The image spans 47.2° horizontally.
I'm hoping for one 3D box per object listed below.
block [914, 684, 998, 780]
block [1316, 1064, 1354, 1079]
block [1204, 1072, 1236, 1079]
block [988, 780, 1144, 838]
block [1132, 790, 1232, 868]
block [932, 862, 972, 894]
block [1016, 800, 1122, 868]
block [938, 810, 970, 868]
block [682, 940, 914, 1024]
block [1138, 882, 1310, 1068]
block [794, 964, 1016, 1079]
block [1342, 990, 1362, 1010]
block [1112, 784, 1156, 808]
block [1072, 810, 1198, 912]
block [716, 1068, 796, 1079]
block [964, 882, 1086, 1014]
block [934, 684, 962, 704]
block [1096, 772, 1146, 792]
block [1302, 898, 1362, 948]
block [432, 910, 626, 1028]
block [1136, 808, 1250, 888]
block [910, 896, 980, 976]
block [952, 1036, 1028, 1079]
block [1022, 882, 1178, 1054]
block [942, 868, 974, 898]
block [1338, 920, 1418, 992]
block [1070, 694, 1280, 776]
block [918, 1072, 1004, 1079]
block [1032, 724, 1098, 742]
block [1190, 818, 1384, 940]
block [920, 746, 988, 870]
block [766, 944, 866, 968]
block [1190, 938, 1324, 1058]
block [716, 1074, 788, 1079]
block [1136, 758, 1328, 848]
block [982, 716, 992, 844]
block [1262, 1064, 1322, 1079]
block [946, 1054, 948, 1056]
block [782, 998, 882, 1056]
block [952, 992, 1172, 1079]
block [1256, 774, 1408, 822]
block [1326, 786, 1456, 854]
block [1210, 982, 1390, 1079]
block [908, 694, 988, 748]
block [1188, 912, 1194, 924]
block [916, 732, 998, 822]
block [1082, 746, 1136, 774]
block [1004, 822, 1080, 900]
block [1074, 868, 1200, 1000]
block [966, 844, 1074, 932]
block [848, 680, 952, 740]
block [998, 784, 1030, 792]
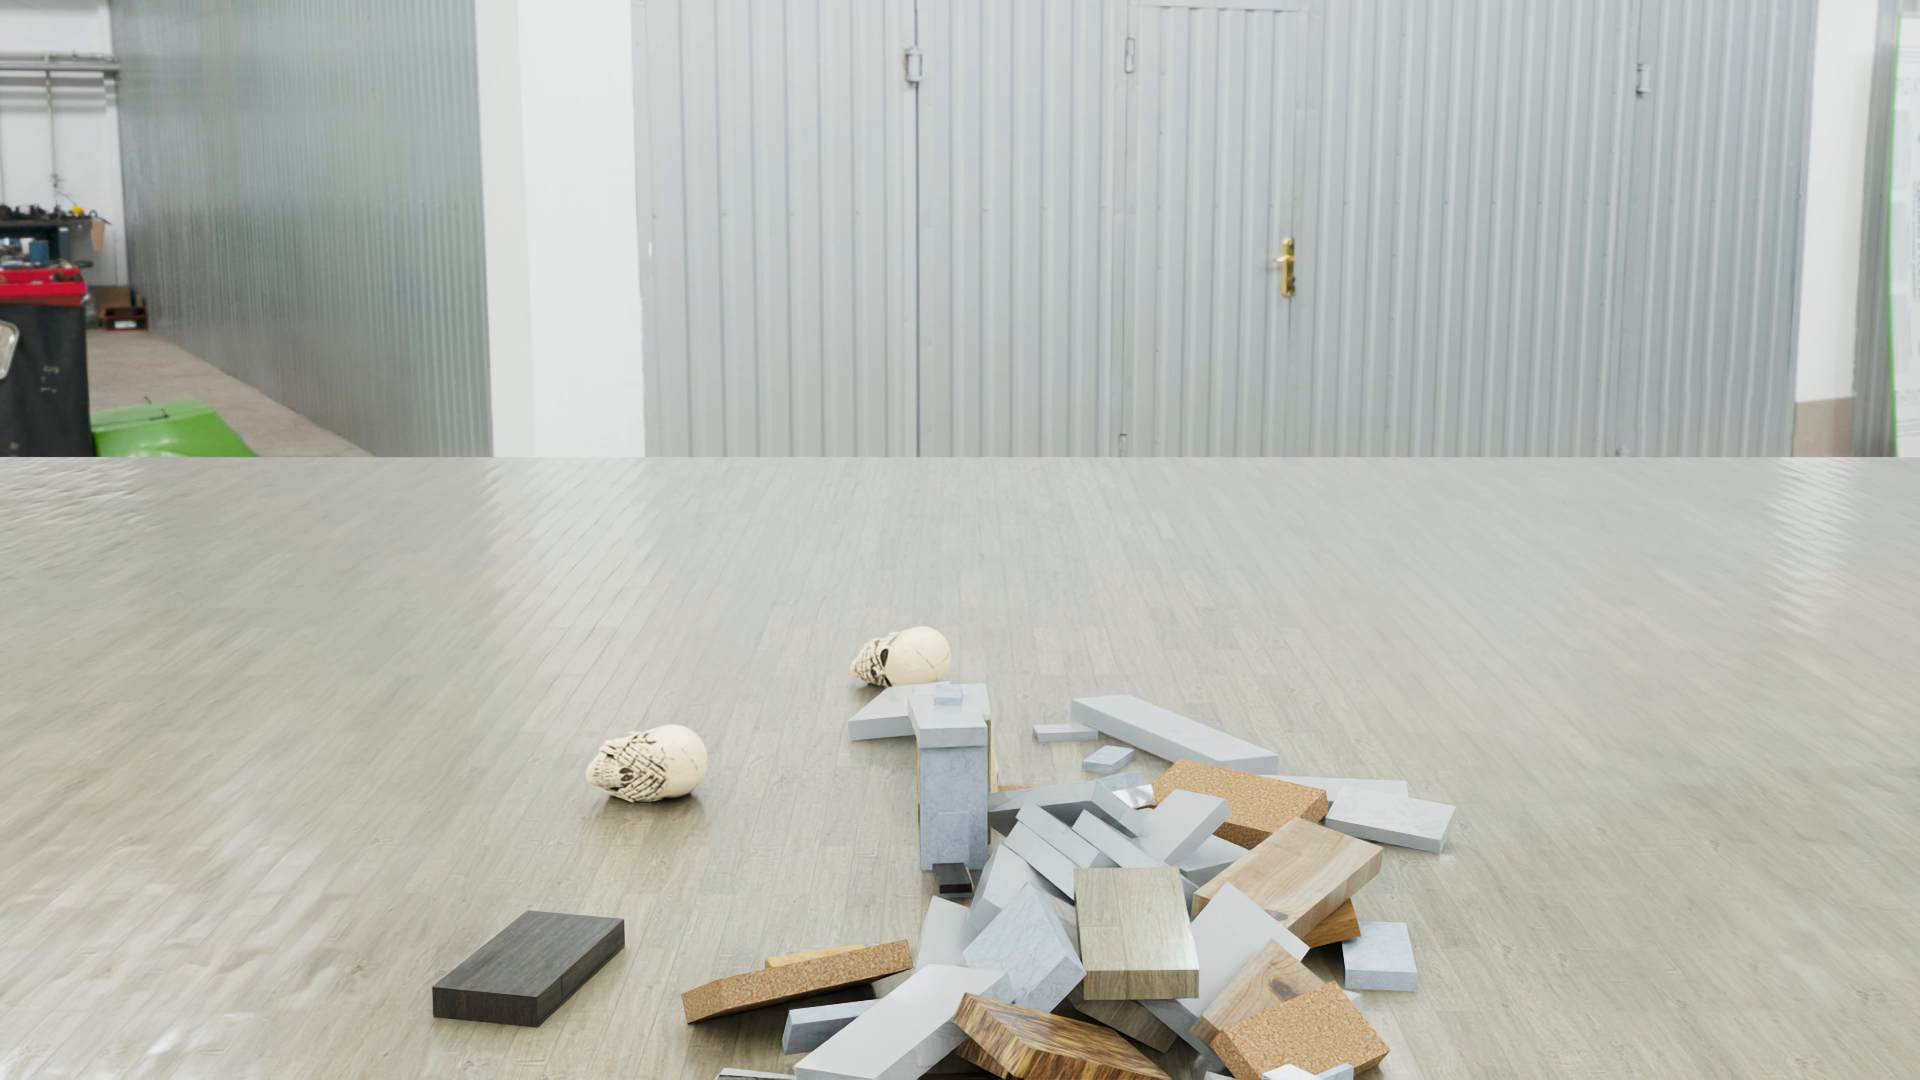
[{"bbox_3d":[-0.011,0.388,4.352,0.148,0.042,0.296,-2,32,-4],"label":"block"},{"bbox_3d":[0.472,0.717,2.854,0.097,0.049,0.014,-8,13,-38],"label":"block"},{"bbox_3d":[0.396,0.712,2.769,0.172,0.024,0.086,16,-2,-3],"label":"block"},{"bbox_3d":[0.168,0.474,3.780,0.268,0.038,0.134,-13,-42,42],"label":"block"},{"bbox_3d":[0.342,0.511,3.718,0.117,0.033,0.233,5,36,49],"label":"block"},{"bbox_3d":[-0.014,0.565,3.678,0.054,0.015,0.107,-1,11,-7],"label":"block"},{"bbox_3d":[0.205,0.514,3.617,0.134,0.038,0.268,36,-4,-26],"label":"block"},{"bbox_3d":[-0.012,0.517,3.767,0.054,0.107,0.015,0,11,-2],"label":"block"},{"bbox_3d":[-0.233,0.632,3.152,0.297,0.042,0.148,-6,-15,-30],"label":"block"},{"bbox_3d":[0.373,0.610,3.111,0.153,0.043,0.306,38,31,12],"label":"block"},{"bbox_3d":[-0.069,0.638,2.849,0.140,0.040,0.280,-3,17,41],"label":"block"},{"bbox_3d":[0.468,0.665,3.190,0.199,0.028,0.099,8,13,36],"label":"block"},{"bbox_3d":[0.235,0.479,3.913,0.117,0.033,0.233,-7,-12,-29],"label":"block"},{"bbox_3d":[0.295,0.520,3.517,0.134,0.038,0.268,34,-2,-26],"label":"block"},{"bbox_3d":[-0.258,0.724,2.894,0.135,0.019,0.067,3,11,14],"label":"block"},{"bbox_3d":[0.086,0.582,3.028,0.040,0.140,0.280,43,3,-14],"label":"block"},{"bbox_3d":[-0.020,0.274,3.900,0.048,0.014,0.095,0,10,1],"label":"block"},{"bbox_3d":[0.209,0.463,3.983,0.233,0.033,0.117,-16,-11,19],"label":"block"},{"bbox_3d":[0.568,0.589,3.474,0.104,0.030,0.234,-15,5,7],"label":"block"},{"bbox_3d":[-0.639,0.637,3.289,0.162,0.046,0.324,3,11,13],"label":"block"},{"bbox_3d":[0.360,0.539,3.820,0.157,0.044,0.314,-6,12,-31],"label":"block"},{"bbox_3d":[0.015,0.623,3.238,0.158,0.045,0.316,19,11,0],"label":"block"},{"bbox_3d":[0.041,0.679,2.903,0.119,0.034,0.238,30,-12,-32],"label":"block"},{"bbox_3d":[0.191,0.607,3.145,0.158,0.045,0.316,30,6,-22],"label":"block"},{"bbox_3d":[-0.008,0.576,3.701,0.054,0.015,0.107,-1,11,-6],"label":"block"},{"bbox_3d":[0.636,0.633,3.357,0.104,0.030,0.209,1,11,7],"label":"block"},{"bbox_3d":[0.432,0.402,4.511,0.149,0.042,0.510,-2,11,-32],"label":"block"},{"bbox_3d":[-0.003,0.699,2.773,0.119,0.034,0.239,-1,-9,-4],"label":"block"},{"bbox_3d":[0.221,0.404,4.620,0.128,0.018,0.064,-2,11,-8],"label":"block"},{"bbox_3d":[0.516,0.536,3.444,0.157,0.044,0.350,17,23,31],"label":"block"},{"bbox_3d":[-0.011,0.452,3.781,0.115,0.229,0.033,0,10,-2],"label":"block"},{"bbox_3d":[-0.207,0.644,3.318,0.157,0.022,0.078,-4,11,-22],"label":"block"},{"bbox_3d":[0.418,0.647,3.015,0.121,0.034,0.241,40,32,14],"label":"block"},{"bbox_3d":[-0.257,0.748,2.691,0.162,0.046,0.324,2,11,9],"label":"block"},{"bbox_3d":[0.492,0.483,4.000,0.314,0.044,0.157,9,31,39],"label":"block"},{"bbox_3d":[-0.003,0.427,3.916,0.115,0.229,0.033,0,11,-2],"label":"block"},{"bbox_3d":[0.435,0.695,2.798,0.049,0.014,0.097,-9,13,-34],"label":"block"},{"bbox_3d":[-0.090,0.697,3.040,0.135,0.019,0.067,-3,11,-15],"label":"block"},{"bbox_3d":[-0.114,0.656,2.998,0.249,0.078,0.022,-3,48,-18],"label":"block"},{"bbox_3d":[0.136,0.656,2.821,0.280,0.040,0.140,24,4,-39],"label":"block"},{"bbox_3d":[0.686,0.486,4.114,0.297,0.042,0.148,2,11,8],"label":"block"},{"bbox_3d":[0.773,0.501,3.949,0.209,0.030,0.104,9,32,25],"label":"block"},{"bbox_3d":[0.456,0.676,2.932,0.241,0.034,0.121,-10,51,-43],"label":"block"},{"bbox_3d":[-0.024,0.312,3.819,0.115,0.033,0.230,-1,10,-6],"label":"block"},{"bbox_3d":[0.447,0.576,3.527,0.341,0.028,0.099,-19,20,-36],"label":"block"},{"bbox_3d":[-0.007,0.435,4.171,0.148,0.042,0.296,0,26,-2],"label":"block"},{"bbox_3d":[0.299,0.441,4.422,0.064,0.018,0.128,5,12,25],"label":"block"},{"bbox_3d":[0.228,0.564,3.415,0.153,0.043,0.544,36,-4,-20],"label":"block"},{"bbox_3d":[0.241,0.544,3.061,0.153,0.043,0.306,-1,17,1],"label":"block"},{"bbox_3d":[0.102,0.568,3.385,0.158,0.045,0.316,34,8,1],"label":"block"},{"bbox_3d":[-0.123,0.364,4.708,0.148,0.042,0.296,-7,8,16],"label":"block"},{"bbox_3d":[0.105,0.490,4.156,0.064,0.018,0.128,0,11,-2],"label":"block"}]
